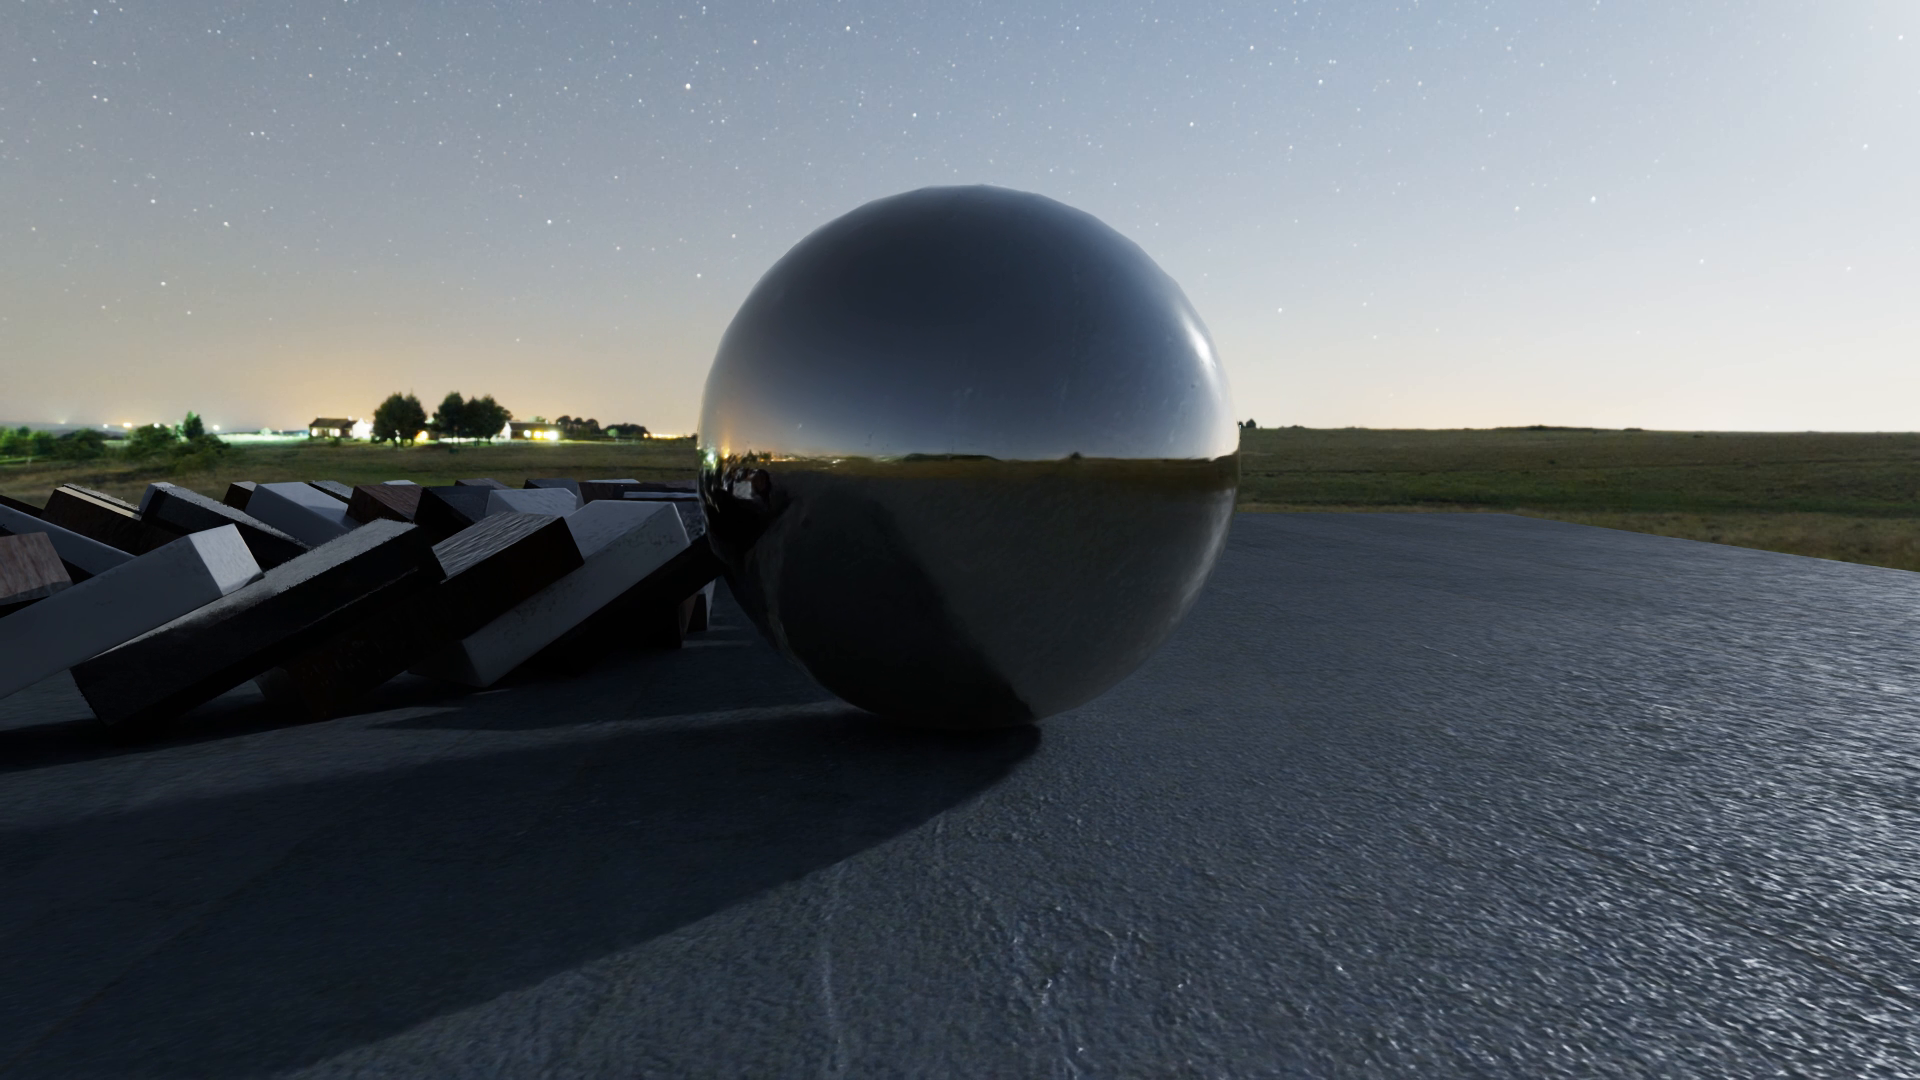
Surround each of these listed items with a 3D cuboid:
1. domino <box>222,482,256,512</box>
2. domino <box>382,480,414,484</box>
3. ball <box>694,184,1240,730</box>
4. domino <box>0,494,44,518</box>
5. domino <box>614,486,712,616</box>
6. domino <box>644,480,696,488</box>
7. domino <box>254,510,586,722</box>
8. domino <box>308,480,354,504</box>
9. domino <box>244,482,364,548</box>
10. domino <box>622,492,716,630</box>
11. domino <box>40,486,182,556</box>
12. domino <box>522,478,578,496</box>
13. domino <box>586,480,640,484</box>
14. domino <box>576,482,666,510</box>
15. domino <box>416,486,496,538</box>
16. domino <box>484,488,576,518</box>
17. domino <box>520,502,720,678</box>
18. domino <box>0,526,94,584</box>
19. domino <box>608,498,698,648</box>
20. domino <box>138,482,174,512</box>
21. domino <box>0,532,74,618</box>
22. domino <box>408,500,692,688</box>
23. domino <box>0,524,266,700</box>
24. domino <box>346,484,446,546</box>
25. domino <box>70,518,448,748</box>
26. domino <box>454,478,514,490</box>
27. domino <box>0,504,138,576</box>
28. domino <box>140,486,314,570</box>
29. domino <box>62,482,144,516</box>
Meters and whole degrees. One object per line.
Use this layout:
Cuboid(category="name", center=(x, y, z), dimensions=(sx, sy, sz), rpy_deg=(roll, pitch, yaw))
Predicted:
Cuboid(category="domino", center=(-0.234, -0.006, 0.459), dimensions=(0.050, 0.009, 0.025), rpy_deg=(24, -2, -16))
Cuboid(category="domino", center=(-0.186, -0.007, 0.473), dimensions=(0.050, 0.009, 0.025), rpy_deg=(24, 2, -5))
Cuboid(category="ball", center=(0.001, -0.012, 0.192), dimensions=(0.080, 0.080, 0.080), rpy_deg=(0, 4, 0))
Cuboid(category="domino", center=(-0.295, -0.004, 0.418), dimensions=(0.050, 0.009, 0.025), rpy_deg=(28, -14, -37))
Cuboid(category="domino", center=(-0.078, 0.002, 0.335), dimensions=(0.025, 0.009, 0.050), rpy_deg=(1, 29, -13))
Cuboid(category="domino", center=(-0.089, -0.006, 0.458), dimensions=(0.050, 0.009, 0.025), rpy_deg=(31, 20, 29))
Cuboid(category="domino", center=(-0.092, 0.011, 0.218), dimensions=(0.025, 0.009, 0.050), rpy_deg=(4, 31, 46))
Cuboid(category="domino", center=(-0.210, -0.007, 0.468), dimensions=(0.050, 0.009, 0.025), rpy_deg=(24, 1, -9))
Cuboid(category="domino", center=(-0.185, -0.002, 0.388), dimensions=(0.050, 0.010, 0.025), rpy_deg=(26, 4, -2))
Cuboid(category="domino", center=(-0.072, 0.004, 0.312), dimensions=(0.025, 0.010, 0.050), rpy_deg=(1, 29, -6))
Cuboid(category="domino", center=(-0.228, 0.000, 0.362), dimensions=(0.050, 0.009, 0.025), rpy_deg=(27, -10, -29))
Cuboid(category="domino", center=(-0.135, -0.008, 0.476), dimensions=(0.050, 0.009, 0.025), rpy_deg=(27, 13, 18))
Cuboid(category="domino", center=(-0.112, -0.007, 0.468), dimensions=(0.050, 0.010, 0.025), rpy_deg=(29, 16, 24))
Cuboid(category="domino", center=(-0.090, 0.000, 0.357), dimensions=(0.025, 0.009, 0.050), rpy_deg=(0, 30, -25))
Cuboid(category="domino", center=(-0.136, -0.001, 0.383), dimensions=(0.050, 0.009, 0.025), rpy_deg=(30, 16, 25))
Cuboid(category="domino", center=(-0.113, 0.000, 0.371), dimensions=(0.050, 0.010, 0.025), rpy_deg=(33, 23, 33))
Cuboid(category="domino", center=(-0.067, 0.008, 0.256), dimensions=(0.025, 0.010, 0.050), rpy_deg=(4, 31, 39))
Cuboid(category="domino", center=(-0.244, 0.002, 0.315), dimensions=(0.025, 0.009, 0.050), rpy_deg=(1, -26, 14))
Cuboid(category="domino", center=(-0.071, 0.006, 0.287), dimensions=(0.025, 0.009, 0.050), rpy_deg=(0, 29, -1))
Cuboid(category="domino", center=(-0.256, -0.006, 0.449), dimensions=(0.050, 0.010, 0.025), rpy_deg=(24, -5, -21))
Cuboid(category="domino", center=(-0.152, 0.015, 0.173), dimensions=(0.050, 0.010, 0.025), rpy_deg=(-25, 6, -1))
Cuboid(category="domino", center=(-0.077, 0.008, 0.240), dimensions=(0.025, 0.009, 0.050), rpy_deg=(3, 30, 38))
Cuboid(category="domino", center=(-0.129, 0.014, 0.182), dimensions=(0.050, 0.009, 0.025), rpy_deg=(-27, 11, -13))
Cuboid(category="domino", center=(-0.159, -0.002, 0.391), dimensions=(0.050, 0.009, 0.025), rpy_deg=(28, 13, 19))
Cuboid(category="domino", center=(-0.109, 0.013, 0.201), dimensions=(0.050, 0.009, 0.025), rpy_deg=(-33, 22, -32))
Cuboid(category="domino", center=(-0.161, -0.008, 0.477), dimensions=(0.050, 0.009, 0.025), rpy_deg=(25, 8, 6))
Cuboid(category="domino", center=(-0.243, 0.001, 0.341), dimensions=(0.025, 0.010, 0.050), rpy_deg=(3, -22, 42))
Cuboid(category="domino", center=(-0.208, -0.001, 0.376), dimensions=(0.050, 0.009, 0.025), rpy_deg=(26, -4, -19))
Cuboid(category="domino", center=(-0.277, -0.005, 0.435), dimensions=(0.050, 0.009, 0.025), rpy_deg=(25, -9, -28))
